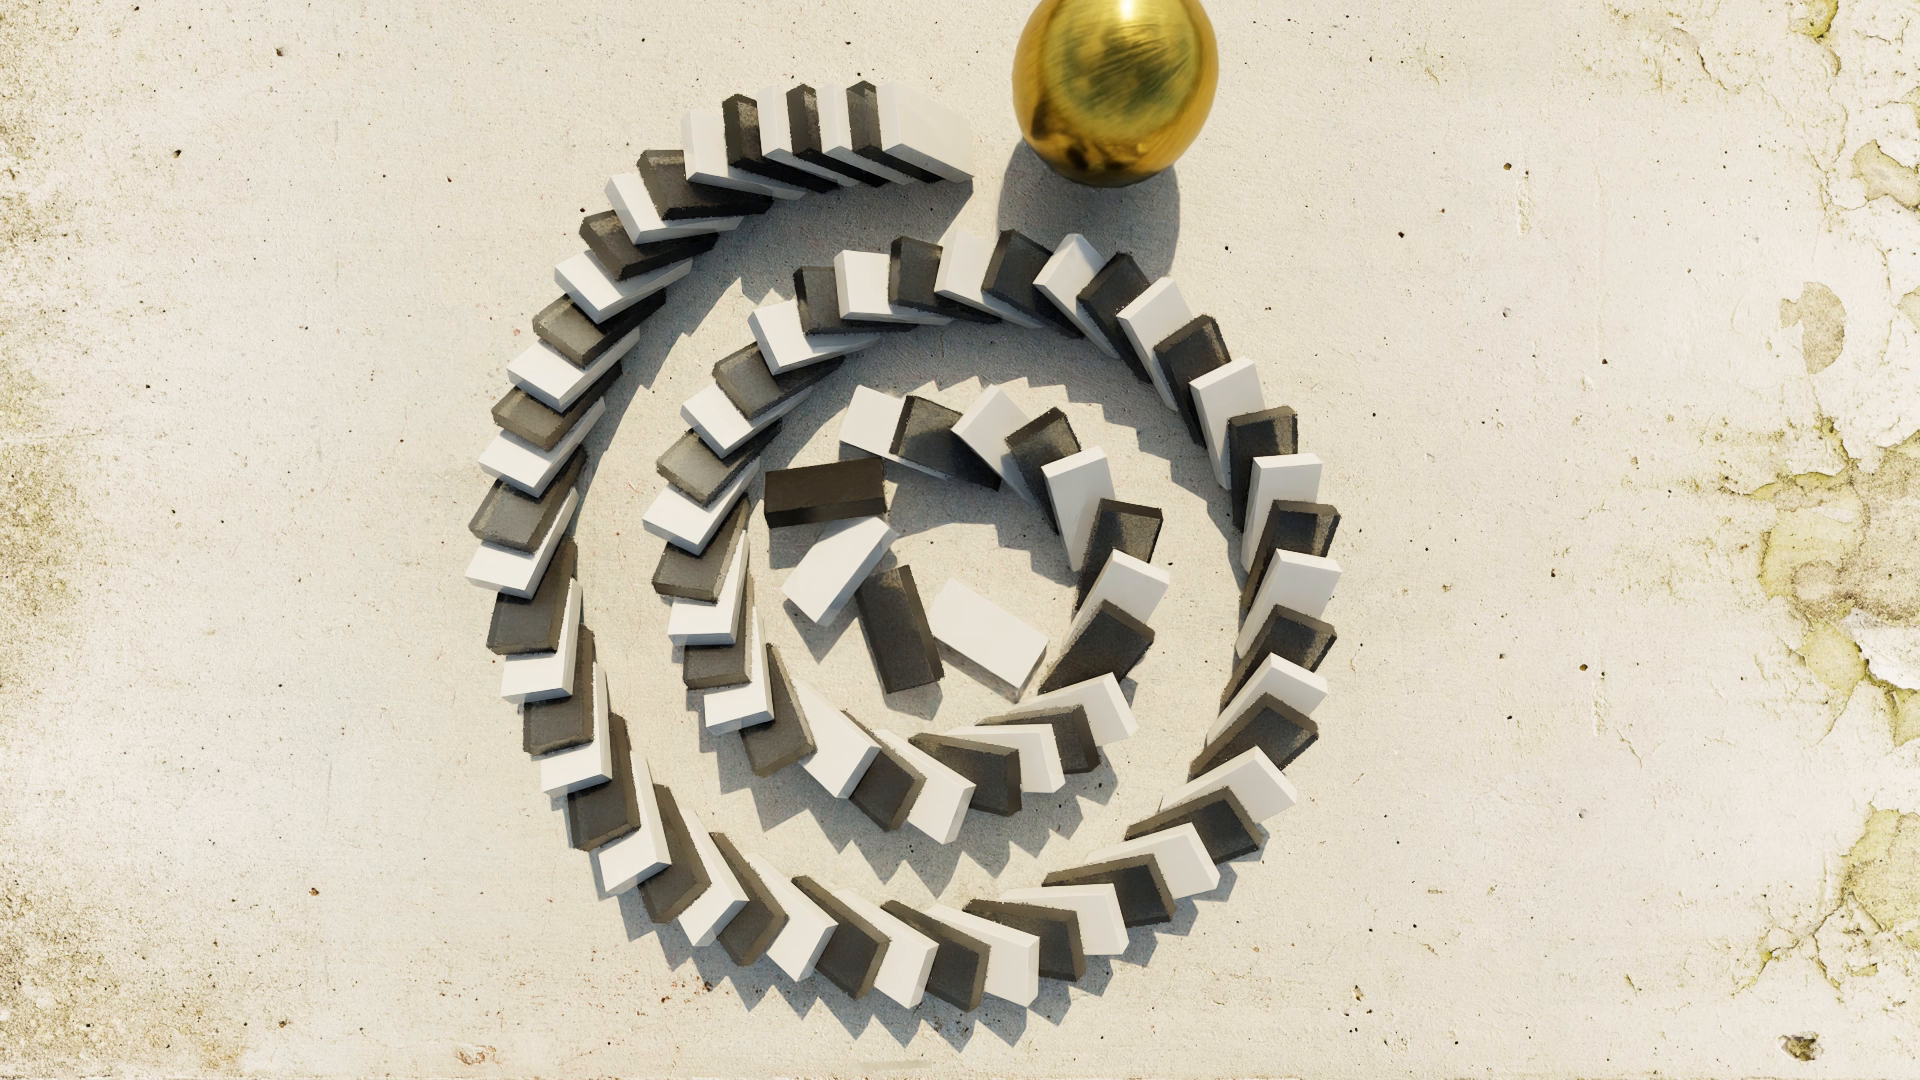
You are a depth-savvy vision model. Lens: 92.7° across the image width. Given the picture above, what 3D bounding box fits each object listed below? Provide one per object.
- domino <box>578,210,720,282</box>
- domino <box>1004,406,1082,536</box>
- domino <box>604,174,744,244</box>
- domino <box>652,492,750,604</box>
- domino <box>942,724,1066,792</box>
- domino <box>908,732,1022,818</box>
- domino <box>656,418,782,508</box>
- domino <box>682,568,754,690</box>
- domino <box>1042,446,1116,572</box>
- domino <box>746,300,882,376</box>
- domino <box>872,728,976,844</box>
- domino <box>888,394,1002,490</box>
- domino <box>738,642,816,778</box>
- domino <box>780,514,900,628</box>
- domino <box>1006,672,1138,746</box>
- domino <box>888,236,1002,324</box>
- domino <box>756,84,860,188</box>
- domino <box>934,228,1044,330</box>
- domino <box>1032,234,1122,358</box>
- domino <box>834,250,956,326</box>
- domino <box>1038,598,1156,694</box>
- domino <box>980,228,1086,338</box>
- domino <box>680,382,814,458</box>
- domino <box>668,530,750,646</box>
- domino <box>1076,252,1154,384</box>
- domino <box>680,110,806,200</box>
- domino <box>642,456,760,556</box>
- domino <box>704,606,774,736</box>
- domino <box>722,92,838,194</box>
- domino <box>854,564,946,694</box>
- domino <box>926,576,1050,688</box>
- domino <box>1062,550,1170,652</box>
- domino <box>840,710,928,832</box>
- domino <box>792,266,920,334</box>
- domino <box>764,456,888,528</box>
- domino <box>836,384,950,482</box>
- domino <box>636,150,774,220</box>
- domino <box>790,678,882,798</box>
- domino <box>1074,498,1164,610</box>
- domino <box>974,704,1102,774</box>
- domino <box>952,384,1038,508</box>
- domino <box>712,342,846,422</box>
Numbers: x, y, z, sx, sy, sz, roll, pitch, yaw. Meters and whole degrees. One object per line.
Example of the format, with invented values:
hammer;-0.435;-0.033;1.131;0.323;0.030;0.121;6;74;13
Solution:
domino;-0.128;-0.127;0.380;0.025;0.009;0.050;51;48;0
domino;0.040;-0.028;0.381;0.025;0.009;0.050;-33;126;-2
domino;-0.117;-0.139;0.380;0.050;0.009;0.025;-28;89;-42
domino;-0.107;0.001;0.382;0.025;0.010;0.050;9;56;2
domino;0.017;0.091;0.380;0.050;0.010;0.025;-11;94;38
domino;0.001;0.097;0.380;0.050;0.010;0.025;1;96;36
domino;-0.100;-0.040;0.383;0.025;0.009;0.050;36;58;2
domino;-0.100;0.036;0.382;0.025;0.010;0.050;-8;55;0
domino;0.052;-0.012;0.382;0.025;0.009;0.050;-20;125;-1
domino;-0.060;-0.088;0.383;0.050;0.009;0.025;-25;90;-33
domino;-0.019;0.102;0.381;0.050;0.010;0.025;24;98;32
domino;-0.003;-0.040;0.383;0.050;0.009;0.025;18;90;-30
domino;-0.081;0.071;0.383;0.025;0.009;0.050;-29;59;0
domino;-0.051;0.009;0.390;0.025;0.009;0.050;38;90;29
domino;0.046;0.075;0.382;0.050;0.010;0.025;-25;90;36
domino;-0.005;-0.108;0.383;0.050;0.010;0.025;4;90;-32
domino;-0.060;-0.165;0.377;0.010;0.050;0.025;-6;90;36
domino;0.015;-0.108;0.383;0.050;0.010;0.025;12;90;-32
domino;0.056;-0.101;0.383;0.050;0.010;0.025;35;90;-32
domino;-0.027;-0.104;0.382;0.050;0.010;0.025;-5;87;-33
domino;0.057;0.051;0.384;0.025;0.009;0.050;32;120;0
domino;0.035;-0.106;0.383;0.050;0.010;0.025;20;90;-31
domino;-0.089;-0.058;0.383;0.025;0.010;0.050;47;59;0
domino;-0.104;0.019;0.382;0.025;0.009;0.050;-2;55;1
domino;0.073;-0.092;0.383;0.025;0.009;0.050;-47;121;-1
domino;-0.089;-0.159;0.380;0.050;0.009;0.025;-6;90;-40
domino;-0.107;-0.020;0.382;0.025;0.009;0.050;25;58;3
domino;-0.094;0.054;0.382;0.025;0.009;0.050;-15;55;0
domino;-0.073;-0.162;0.378;0.010;0.050;0.025;-6;90;39
domino;-0.026;0.038;0.390;0.025;0.010;0.050;-18;90;28
domino;0.011;0.040;0.395;0.050;0.010;0.025;32;90;0
domino;0.065;0.030;0.383;0.025;0.009;0.050;24;120;-1
domino;-0.040;0.095;0.382;0.050;0.009;0.025;32;96;31
domino;-0.043;-0.100;0.382;0.050;0.009;0.025;-10;90;-33
domino;-0.057;-0.020;0.388;0.050;0.010;0.025;-8;47;0
domino;-0.025;-0.046;0.395;0.050;0.009;0.025;21;90;0
domino;-0.105;-0.148;0.380;0.050;0.009;0.025;-23;89;-41
domino;-0.059;0.082;0.383;0.050;0.010;0.025;33;90;31
domino;0.066;0.009;0.383;0.025;0.009;0.050;10;121;-1
domino;0.031;0.085;0.381;0.050;0.010;0.025;-16;91;38
domino;0.022;-0.039;0.383;0.025;0.010;0.050;-49;120;0
domino;-0.075;-0.073;0.383;0.050;0.009;0.025;-39;90;-31
